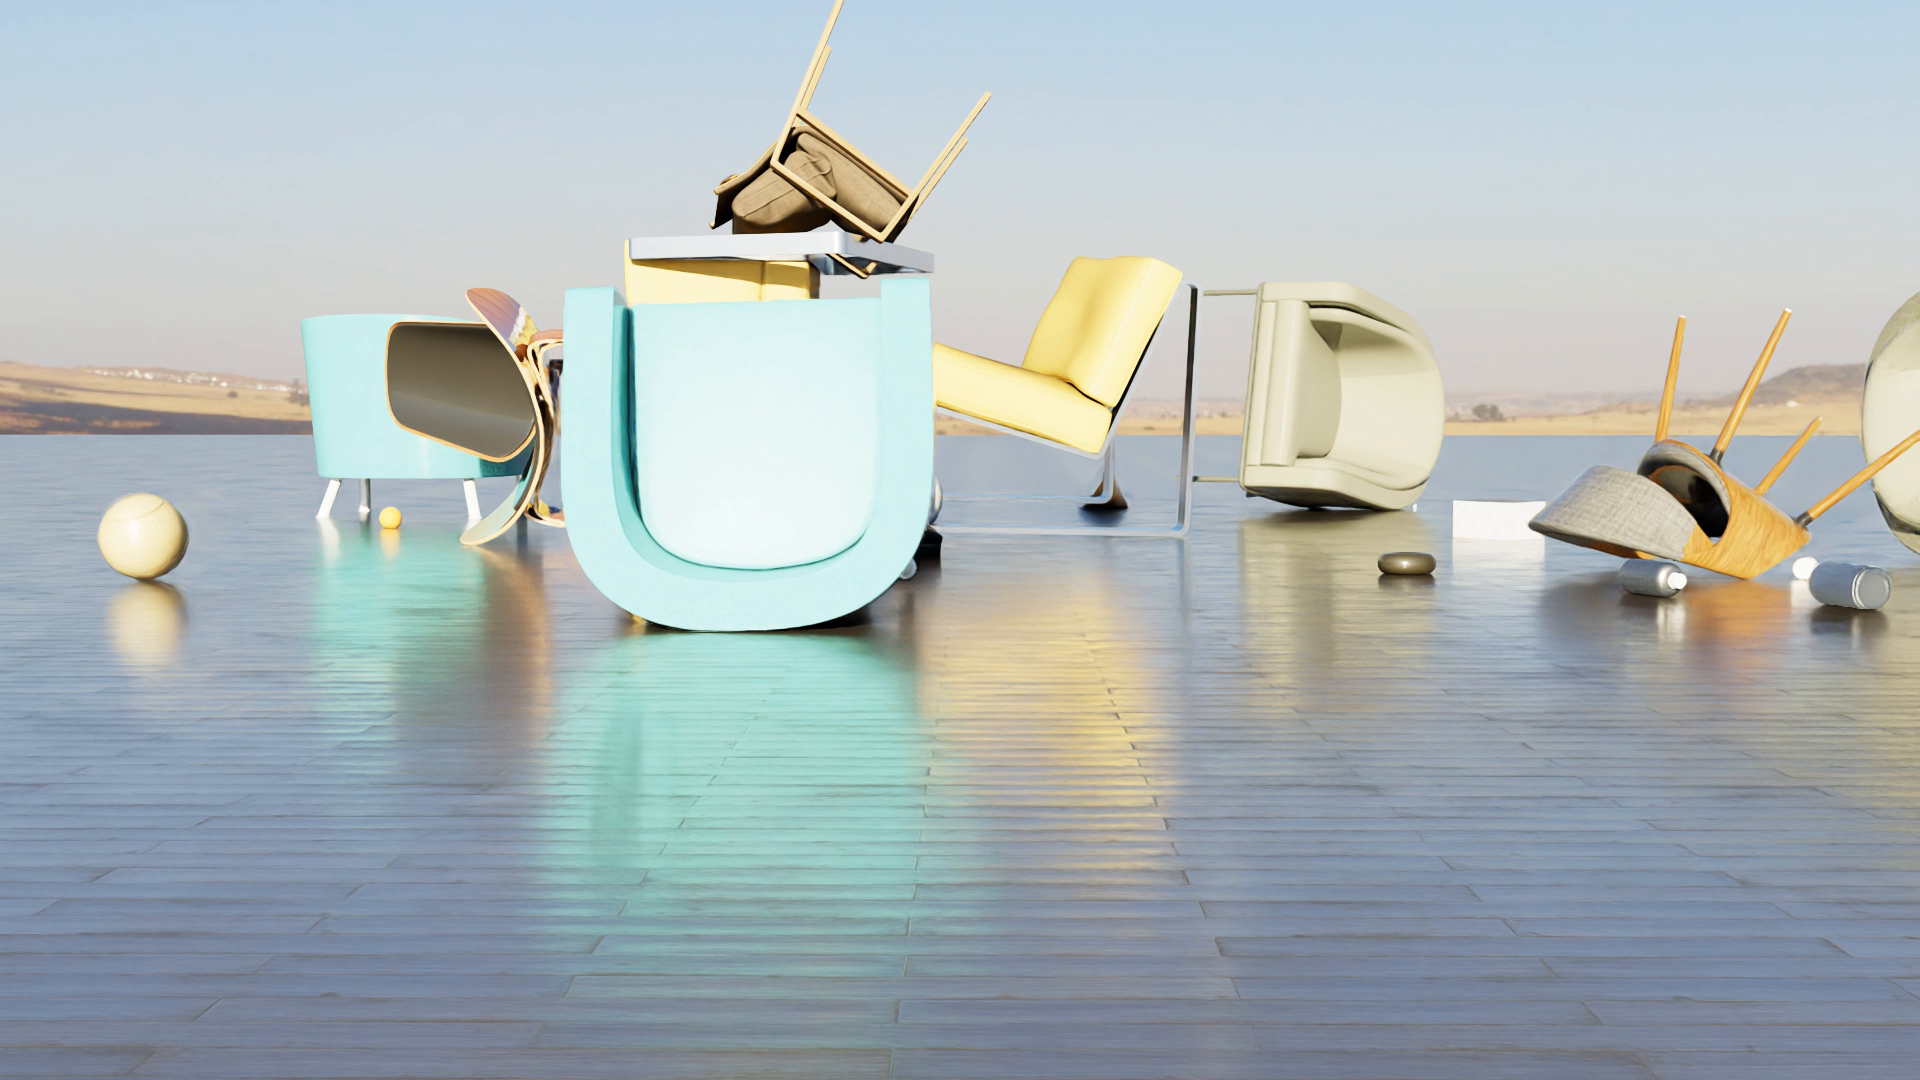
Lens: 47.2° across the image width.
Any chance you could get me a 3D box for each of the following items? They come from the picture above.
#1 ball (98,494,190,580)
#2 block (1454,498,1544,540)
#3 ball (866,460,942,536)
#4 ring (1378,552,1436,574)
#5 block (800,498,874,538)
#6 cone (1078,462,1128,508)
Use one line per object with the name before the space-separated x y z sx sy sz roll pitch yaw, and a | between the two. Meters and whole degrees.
ball | -1.922 -0.007 5.178 0.202 0.202 0.202 0 4 0
block | 1.634 -0.063 6.668 0.177 0.110 0.205 -4 5 -42
ball | -0.170 -0.128 6.683 0.236 0.236 0.236 0 4 0
ring | 1.089 0.057 5.356 0.153 0.051 0.133 -2 3 -37
block | -0.375 -0.067 6.716 0.163 0.110 0.174 2 4 24
cone | 0.572 -0.166 8.334 0.162 0.206 0.285 32 4 -6
